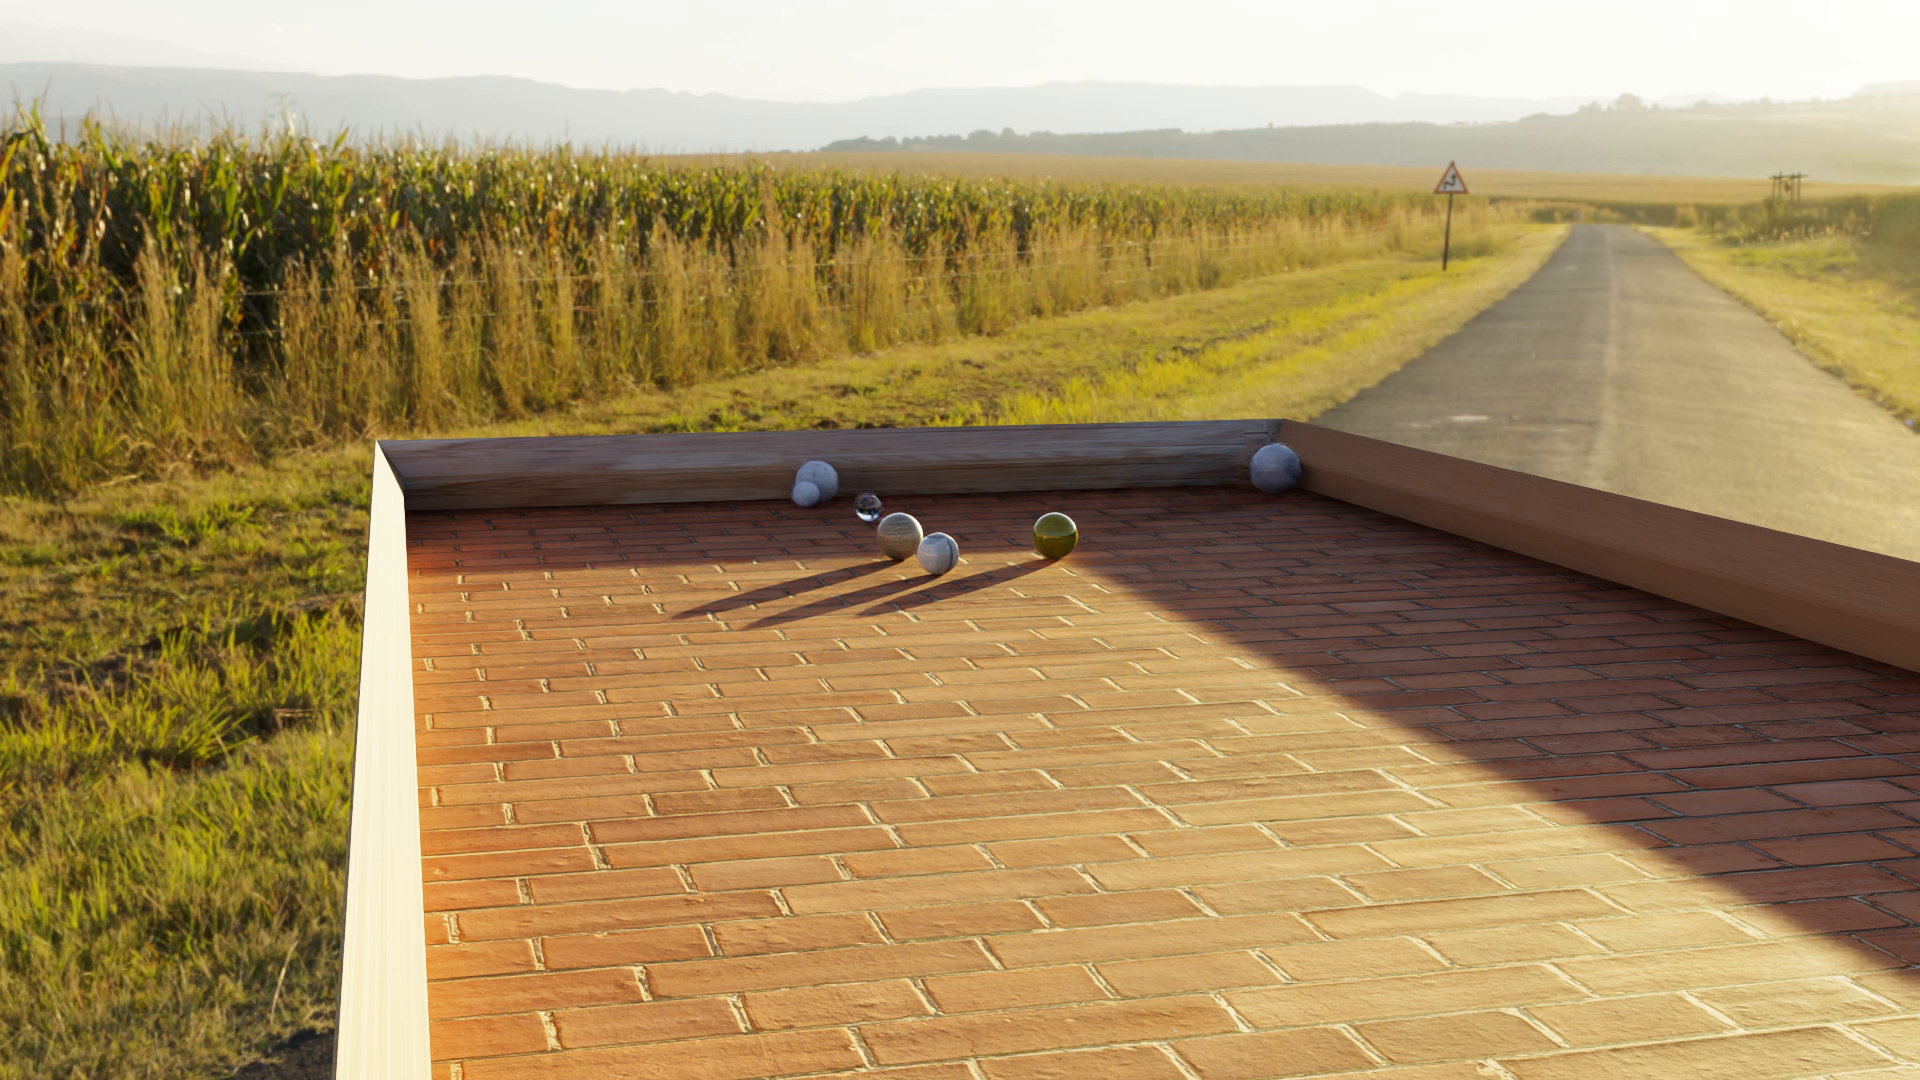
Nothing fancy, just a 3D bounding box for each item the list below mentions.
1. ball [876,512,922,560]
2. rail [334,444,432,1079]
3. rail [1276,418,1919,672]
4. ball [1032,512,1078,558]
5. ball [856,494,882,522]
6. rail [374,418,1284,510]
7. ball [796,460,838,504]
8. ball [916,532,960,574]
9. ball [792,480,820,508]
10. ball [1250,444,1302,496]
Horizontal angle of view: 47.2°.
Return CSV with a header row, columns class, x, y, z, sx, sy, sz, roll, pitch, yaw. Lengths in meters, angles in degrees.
class,x,y,z,sx,sy,sz,roll,pitch,yaw
ball,-0.093,-0.006,3.373,0.072,0.072,0.072,0,8,0
rail,-0.618,0.113,2.383,0.045,0.125,3.221,-2,9,-14
rail,1.018,0.052,2.798,0.045,0.125,3.221,-2,9,-14
ball,0.146,-0.006,3.383,0.071,0.071,0.071,0,8,0
ball,-0.158,-0.056,3.803,0.046,0.046,0.046,0,8,0
rail,-0.194,-0.142,4.111,1.737,0.125,0.045,-2,9,-14
ball,-0.262,-0.107,4.040,0.079,0.079,0.079,0,8,0
ball,-0.032,0.020,3.233,0.062,0.062,0.062,0,8,0
ball,-0.279,-0.083,3.980,0.048,0.048,0.048,0,8,0
ball,0.596,-0.133,4.155,0.096,0.096,0.096,0,8,0
